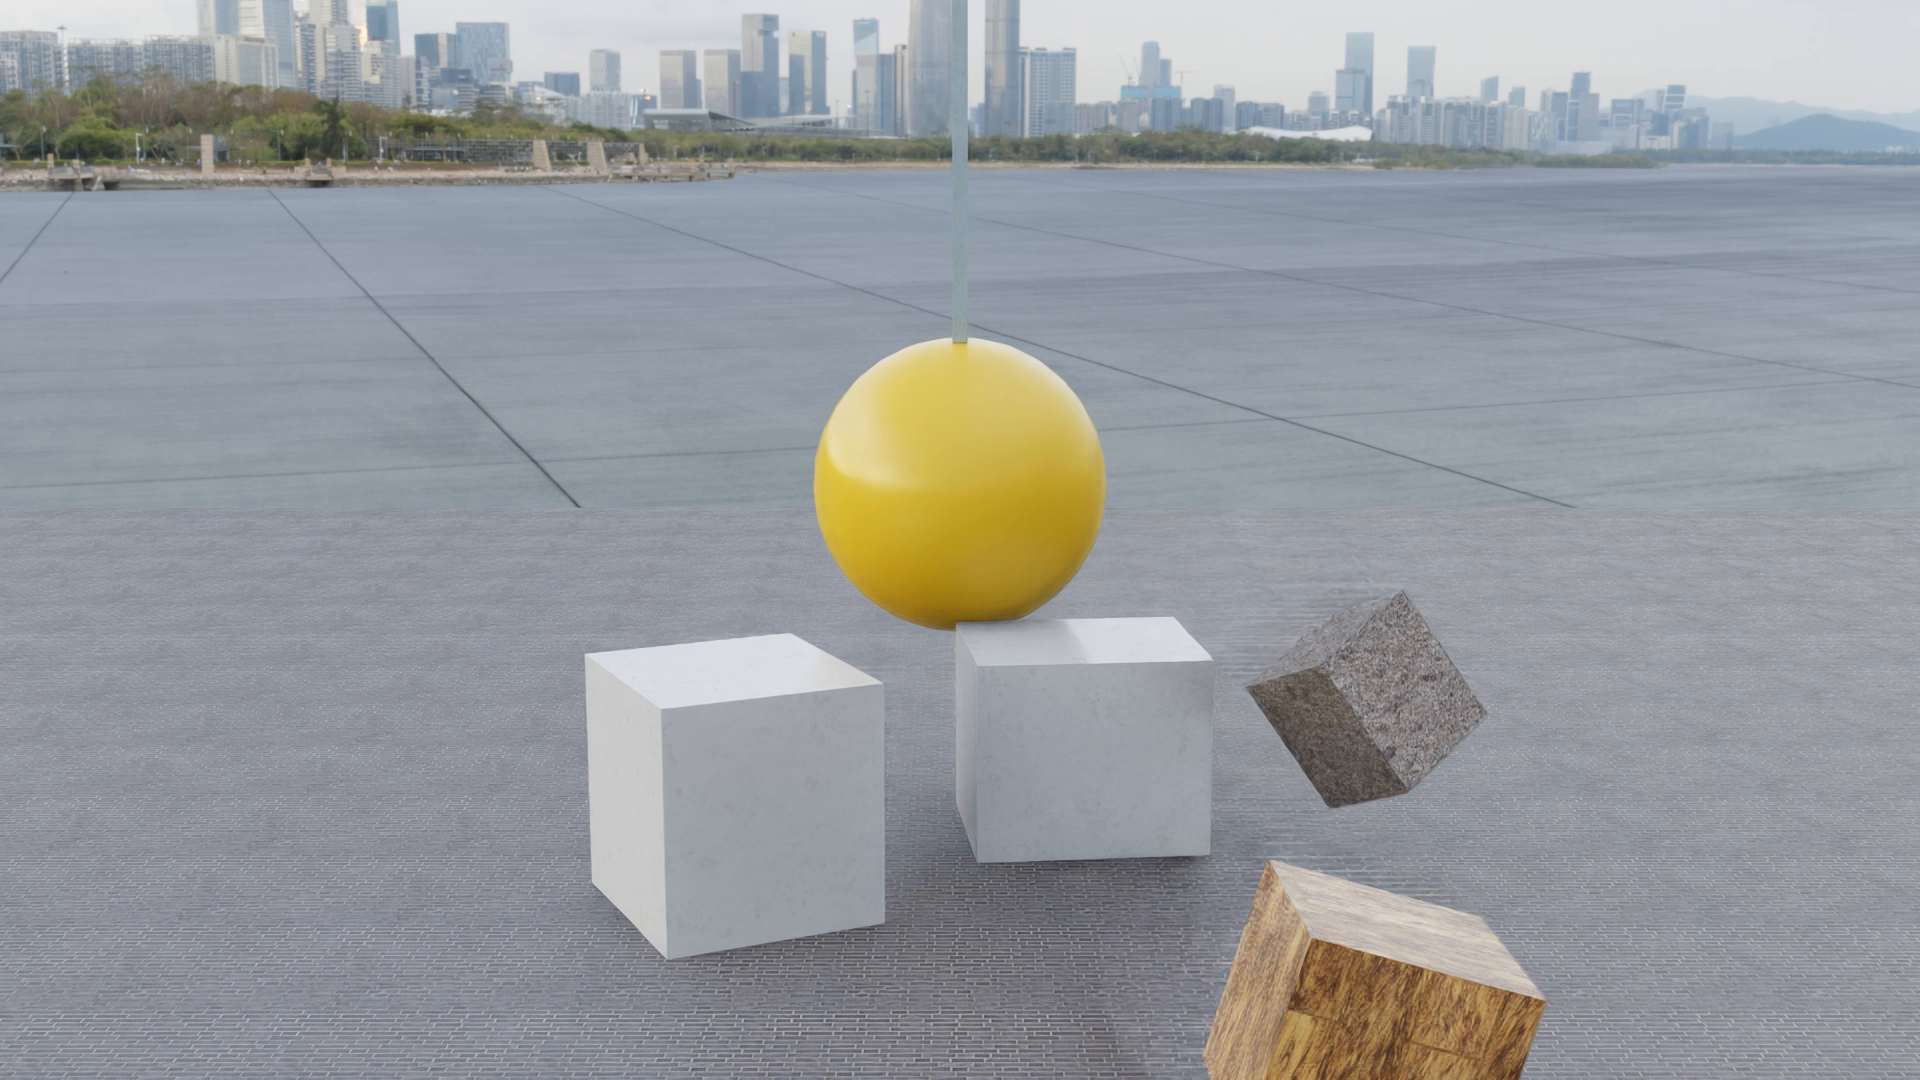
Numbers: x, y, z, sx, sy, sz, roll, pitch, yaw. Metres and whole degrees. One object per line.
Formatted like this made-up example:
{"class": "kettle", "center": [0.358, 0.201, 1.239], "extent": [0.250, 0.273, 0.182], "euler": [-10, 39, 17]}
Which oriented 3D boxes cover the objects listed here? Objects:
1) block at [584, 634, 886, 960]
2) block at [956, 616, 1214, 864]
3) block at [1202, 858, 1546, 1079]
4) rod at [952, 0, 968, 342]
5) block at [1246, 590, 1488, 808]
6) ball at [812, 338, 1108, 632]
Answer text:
{"class": "block", "center": [-1.052, 1.139, 10.164], "extent": [1.034, 1.122, 1.130], "euler": [-5, 11, -25]}
{"class": "block", "center": [0.612, 1.000, 11.286], "extent": [1.168, 0.995, 1.010], "euler": [-1, 10, -6]}
{"class": "block", "center": [1.395, 1.686, 7.572], "extent": [0.809, 0.775, 0.790], "euler": [16, 9, -5]}
{"class": "rod", "center": [0.000, -3.531, 10.900], "extent": [0.080, 5.200, 0.080], "euler": [0, 18, 0]}
{"class": "block", "center": [1.963, 0.777, 10.639], "extent": [0.643, 0.735, 0.625], "euler": [-38, 5, -30]}
{"class": "ball", "center": [0.000, -0.301, 11.960], "extent": [1.600, 1.600, 1.600], "euler": [0, 10, 0]}
